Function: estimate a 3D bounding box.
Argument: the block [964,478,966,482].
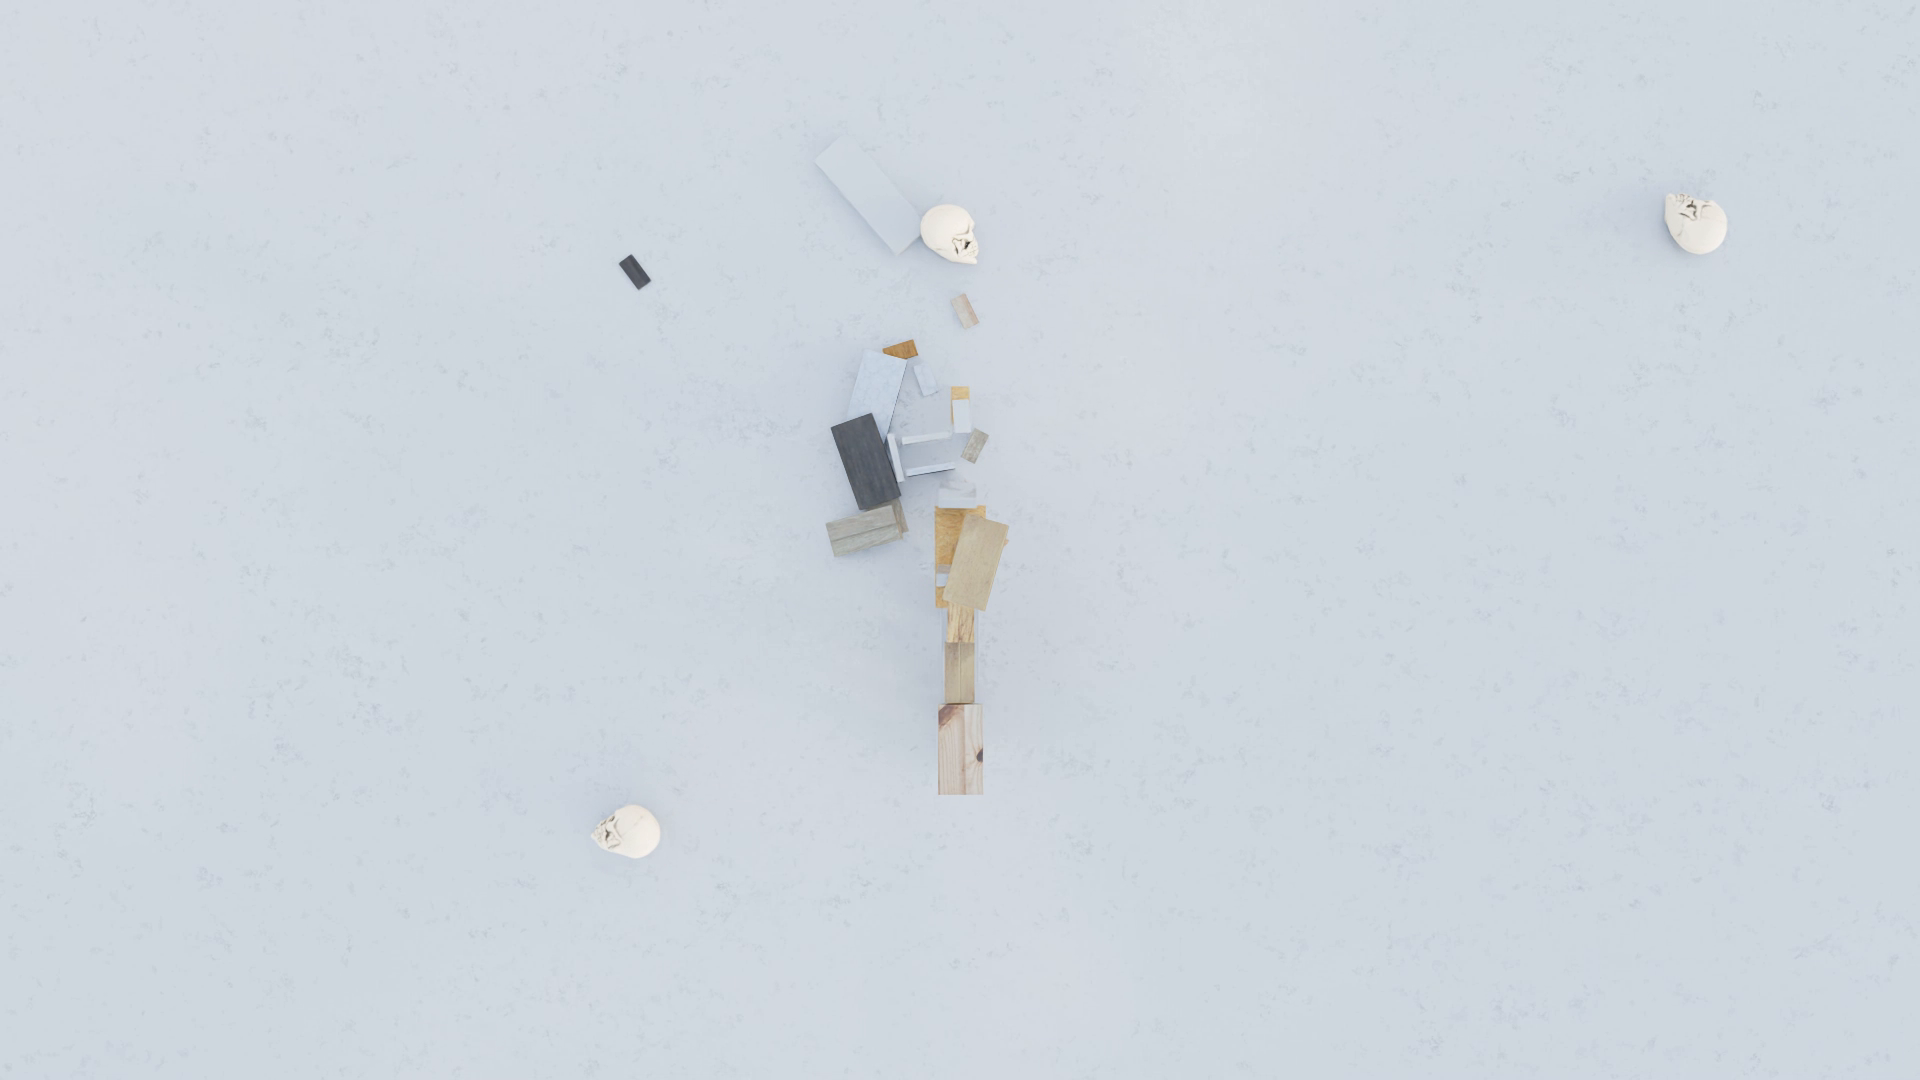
[{"bbox_3d":[-0.005,-0.194,5.452,0.048,0.096,0.014,1,89,0],"label":"block"}]

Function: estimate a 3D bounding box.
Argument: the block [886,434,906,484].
[{"bbox_3d":[-0.211,-0.271,5.460,0.023,0.081,0.161,-13,90,0],"label":"block"}]

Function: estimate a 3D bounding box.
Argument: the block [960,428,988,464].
[{"bbox_3d":[0.050,-0.313,5.492,0.054,0.015,0.107,27,90,0],"label":"block"}]

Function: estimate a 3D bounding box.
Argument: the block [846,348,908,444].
[{"bbox_3d":[-0.282,-0.474,5.471,0.145,0.041,0.291,16,93,0],"label":"block"}]

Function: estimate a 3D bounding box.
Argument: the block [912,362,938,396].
[{"bbox_3d":[-0.114,-0.536,5.492,0.054,0.015,0.107,-21,90,0],"label":"block"}]

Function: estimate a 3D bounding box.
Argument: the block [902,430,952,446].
[{"bbox_3d":[-0.110,-0.338,5.460,0.161,0.081,0.023,-8,90,0],"label":"block"}]

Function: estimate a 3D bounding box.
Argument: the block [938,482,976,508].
[{"bbox_3d":[-0.007,-0.144,5.234,0.118,0.311,0.034,1,101,0],"label":"block"}]

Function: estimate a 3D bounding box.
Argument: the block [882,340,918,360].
[{"bbox_3d":[-0.199,-0.626,5.492,0.109,0.015,0.054,-18,90,0],"label":"block"}]

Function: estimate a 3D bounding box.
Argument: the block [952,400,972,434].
[{"bbox_3d":[0.005,-0.402,5.357,0.054,0.015,0.107,-4,90,0],"label":"block"}]

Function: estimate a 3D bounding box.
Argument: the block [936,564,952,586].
[{"bbox_3d":[-0.003,0.106,5.004,0.131,0.263,0.037,0,95,0],"label":"block"}]

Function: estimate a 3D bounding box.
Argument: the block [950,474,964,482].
[{"bbox_3d":[-0.008,-0.165,5.397,0.048,0.014,0.096,0,90,0],"label":"block"}]

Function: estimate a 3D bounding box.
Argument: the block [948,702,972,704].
[{"bbox_3d":[0.000,0.535,5.331,0.079,0.022,0.158,0,90,0],"label":"block"}]

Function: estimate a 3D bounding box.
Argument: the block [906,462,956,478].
[{"bbox_3d":[-0.096,-0.234,5.460,0.161,0.081,0.023,-9,90,0],"label":"block"}]

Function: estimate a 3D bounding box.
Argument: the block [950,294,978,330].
[{"bbox_3d":[0.016,-0.761,5.492,0.054,0.015,0.109,-26,90,0],"label":"block"}]

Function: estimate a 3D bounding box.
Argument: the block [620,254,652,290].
[{"bbox_3d":[-1.082,-0.892,5.492,0.054,0.015,0.109,-37,90,0],"label":"block"}]

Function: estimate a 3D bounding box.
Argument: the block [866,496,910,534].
[{"bbox_3d":[-0.260,-0.126,5.483,0.118,0.034,0.237,-16,90,0],"label":"block"}]

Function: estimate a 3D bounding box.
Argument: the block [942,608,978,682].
[{"bbox_3d":[0.000,0.333,5.247,0.118,0.033,0.236,0,90,0],"label":"block"}]

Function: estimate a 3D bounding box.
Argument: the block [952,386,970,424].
[{"bbox_3d":[0.001,-0.440,5.373,0.059,0.017,0.119,0,90,0],"label":"block"}]

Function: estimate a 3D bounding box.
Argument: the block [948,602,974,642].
[{"bbox_3d":[0.003,0.225,4.961,0.082,0.023,0.164,0,90,0],"label":"block"}]

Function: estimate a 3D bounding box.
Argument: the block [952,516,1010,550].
[{"bbox_3d":[0.060,0.011,5.005,0.131,0.263,0.037,-46,107,0],"label":"block"}]

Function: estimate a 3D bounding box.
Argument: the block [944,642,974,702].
[{"bbox_3d":[-0.001,0.404,5.034,0.092,0.026,0.184,0,90,0],"label":"block"}]

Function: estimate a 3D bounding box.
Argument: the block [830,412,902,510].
[{"bbox_3d":[-0.310,-0.258,5.440,0.145,0.041,0.291,-19,92,2],"label":"block"}]

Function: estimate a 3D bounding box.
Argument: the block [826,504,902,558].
[{"bbox_3d":[-0.317,-0.030,5.455,0.237,0.034,0.118,-15,90,14],"label":"block"}]

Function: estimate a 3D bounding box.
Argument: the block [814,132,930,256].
[{"bbox_3d":[-0.293,-1.149,5.479,0.145,0.041,0.415,-41,90,0],"label":"block"}]

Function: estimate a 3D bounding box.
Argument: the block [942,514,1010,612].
[{"bbox_3d":[0.046,0.066,4.853,0.131,0.037,0.263,16,89,0],"label":"block"}]

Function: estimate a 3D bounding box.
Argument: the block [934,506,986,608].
[{"bbox_3d":[0.002,0.052,5.159,0.159,0.045,0.319,0,90,0],"label":"block"}]

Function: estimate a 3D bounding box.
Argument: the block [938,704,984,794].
[{"bbox_3d":[0.002,0.637,5.027,0.137,0.039,0.274,0,90,0],"label":"block"}]
